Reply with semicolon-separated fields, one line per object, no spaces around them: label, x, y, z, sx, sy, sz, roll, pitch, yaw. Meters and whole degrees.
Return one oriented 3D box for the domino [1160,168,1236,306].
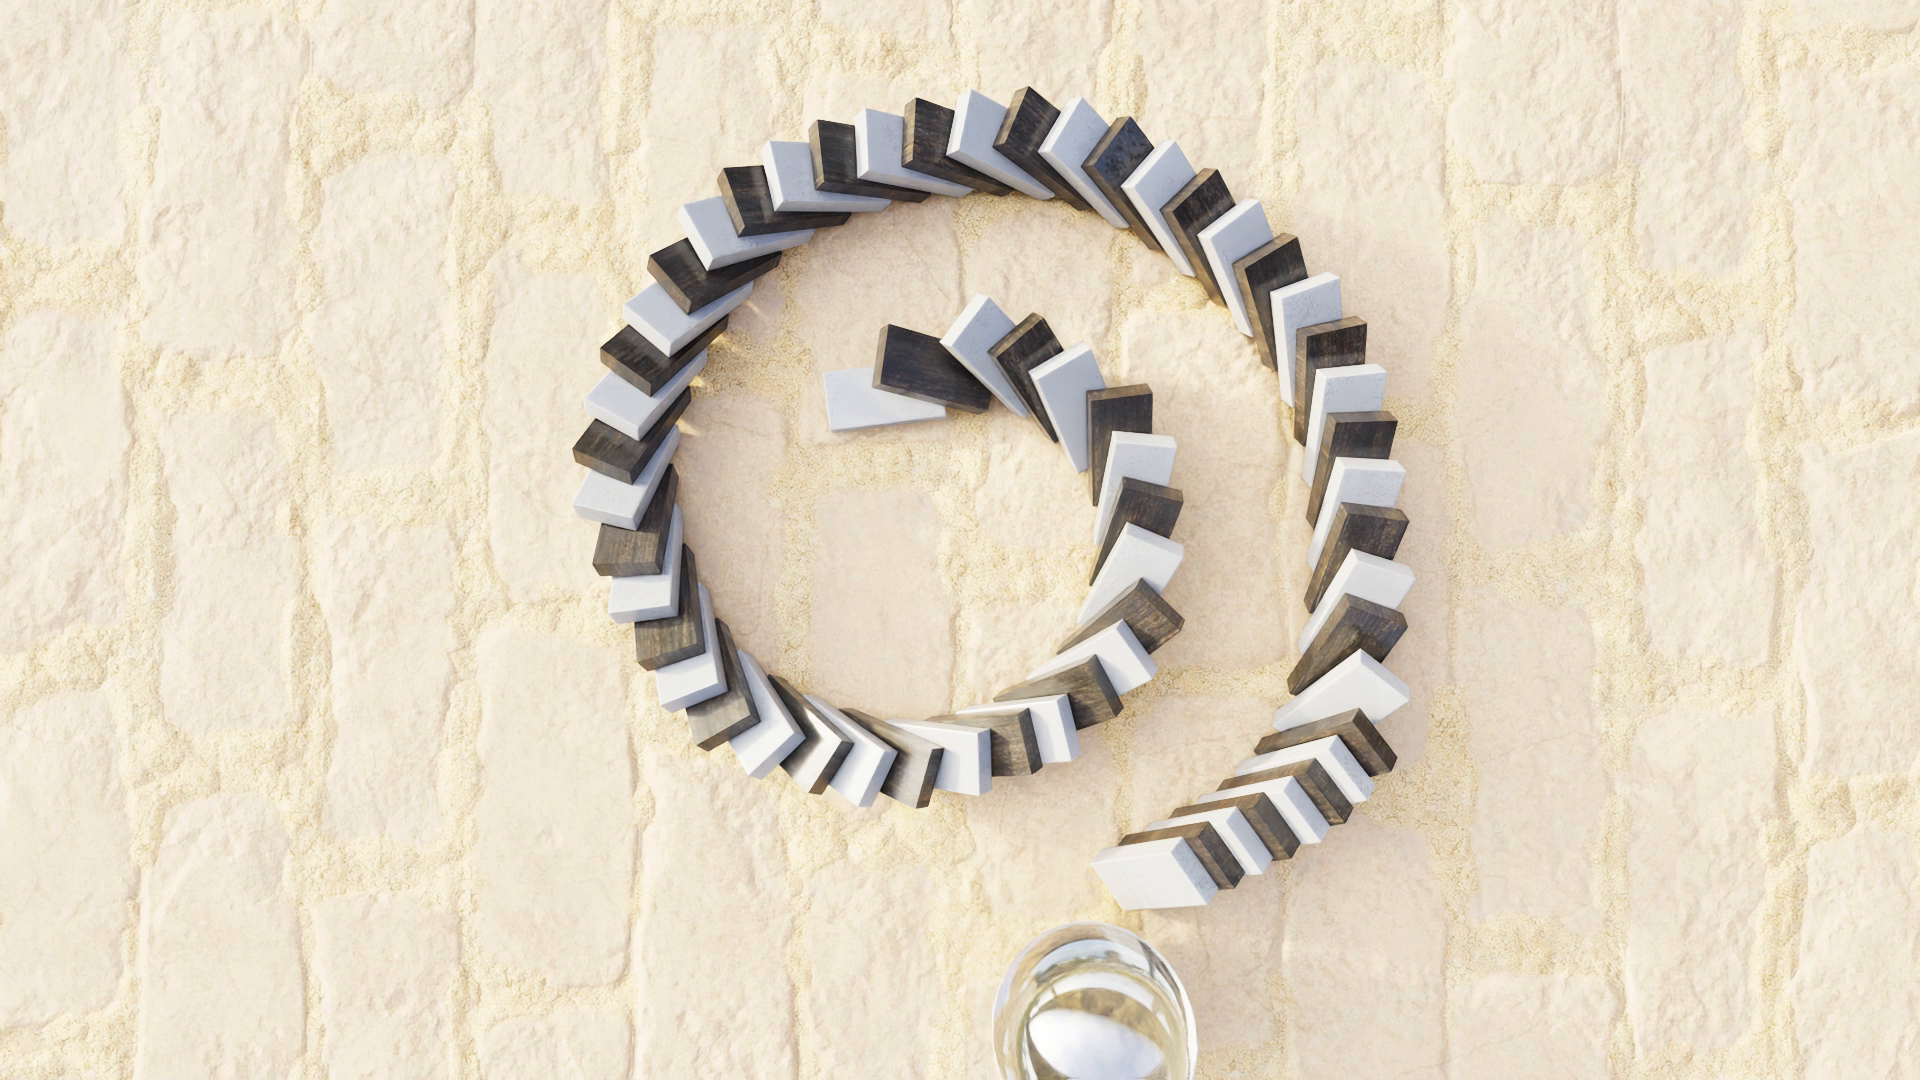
domino;0.106;-0.126;0.383;0.025;0.009;0.050;-43;122;0

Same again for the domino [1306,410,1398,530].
domino;0.163;-0.029;0.383;0.025;0.010;0.050;-2;122;0

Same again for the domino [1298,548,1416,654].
domino;0.165;0.030;0.383;0.025;0.010;0.050;17;122;0

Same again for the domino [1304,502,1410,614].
domino;0.165;0.009;0.383;0.025;0.010;0.050;7;122;0

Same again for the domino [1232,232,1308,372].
domino;0.133;-0.099;0.383;0.025;0.009;0.050;-31;123;0

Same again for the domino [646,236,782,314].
domino;-0.102;-0.116;0.382;0.025;0.009;0.050;48;57;0

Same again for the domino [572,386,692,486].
domino;-0.136;-0.049;0.382;0.025;0.009;0.050;22;57;0

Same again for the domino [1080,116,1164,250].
domino;0.075;-0.148;0.383;0.050;0.010;0.025;37;89;-32

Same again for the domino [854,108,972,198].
domino;-0.019;-0.161;0.383;0.050;0.010;0.025;-3;90;-32

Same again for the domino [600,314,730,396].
domino;-0.123;-0.085;0.383;0.025;0.010;0.050;35;57;0

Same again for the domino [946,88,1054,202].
domino;0.020;-0.164;0.382;0.050;0.009;0.025;12;90;-33

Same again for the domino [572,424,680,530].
domino;-0.138;-0.029;0.382;0.025;0.010;0.050;13;57;0

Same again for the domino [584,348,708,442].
domino;-0.130;-0.067;0.382;0.025;0.009;0.050;28;57;0

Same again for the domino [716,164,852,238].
domino;-0.073;-0.143;0.382;0.050;0.009;0.025;-20;89;-33

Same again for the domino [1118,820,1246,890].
domino;0.089;0.132;0.378;0.009;0.050;0.025;-36;90;-39

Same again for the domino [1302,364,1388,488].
domino;0.160;-0.047;0.383;0.025;0.009;0.050;-6;122;-1

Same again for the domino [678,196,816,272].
domino;-0.089;-0.132;0.382;0.050;0.009;0.025;-29;90;-33

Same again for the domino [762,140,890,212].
domino;-0.055;-0.151;0.382;0.050;0.010;0.025;-13;90;-33

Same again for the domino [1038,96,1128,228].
domino;0.058;-0.156;0.382;0.050;0.009;0.025;31;89;-32

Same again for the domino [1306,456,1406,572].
domino;0.165;-0.010;0.383;0.025;0.009;0.050;3;122;0

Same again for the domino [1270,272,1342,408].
domino;0.146;-0.083;0.382;0.025;0.010;0.050;-20;123;0

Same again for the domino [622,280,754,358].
domino;-0.113;-0.100;0.383;0.025;0.010;0.050;40;57;0

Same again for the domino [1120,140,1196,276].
domino;0.091;-0.138;0.383;0.025;0.009;0.050;-48;122;0

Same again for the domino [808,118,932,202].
domino;-0.037;-0.157;0.383;0.050;0.009;0.025;-6;90;-32

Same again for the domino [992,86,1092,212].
domino;0.040;-0.162;0.382;0.050;0.009;0.025;23;89;-33

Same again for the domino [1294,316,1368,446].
domino;0.154;-0.066;0.382;0.025;0.009;0.050;-12;122;-1

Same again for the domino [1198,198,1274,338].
domino;0.121;-0.113;0.383;0.025;0.010;0.050;-37;122;0

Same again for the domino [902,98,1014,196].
domino;0.000;-0.163;0.383;0.050;0.010;0.025;3;90;-32

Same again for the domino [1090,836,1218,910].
domino;0.079;0.138;0.378;0.009;0.050;0.025;-35;90;-39

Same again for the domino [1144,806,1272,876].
domino;0.100;0.126;0.378;0.009;0.050;0.025;-36;90;-39

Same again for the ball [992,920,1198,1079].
ball;0.052;0.193;0.360;0.080;0.080;0.080;0;90;0
